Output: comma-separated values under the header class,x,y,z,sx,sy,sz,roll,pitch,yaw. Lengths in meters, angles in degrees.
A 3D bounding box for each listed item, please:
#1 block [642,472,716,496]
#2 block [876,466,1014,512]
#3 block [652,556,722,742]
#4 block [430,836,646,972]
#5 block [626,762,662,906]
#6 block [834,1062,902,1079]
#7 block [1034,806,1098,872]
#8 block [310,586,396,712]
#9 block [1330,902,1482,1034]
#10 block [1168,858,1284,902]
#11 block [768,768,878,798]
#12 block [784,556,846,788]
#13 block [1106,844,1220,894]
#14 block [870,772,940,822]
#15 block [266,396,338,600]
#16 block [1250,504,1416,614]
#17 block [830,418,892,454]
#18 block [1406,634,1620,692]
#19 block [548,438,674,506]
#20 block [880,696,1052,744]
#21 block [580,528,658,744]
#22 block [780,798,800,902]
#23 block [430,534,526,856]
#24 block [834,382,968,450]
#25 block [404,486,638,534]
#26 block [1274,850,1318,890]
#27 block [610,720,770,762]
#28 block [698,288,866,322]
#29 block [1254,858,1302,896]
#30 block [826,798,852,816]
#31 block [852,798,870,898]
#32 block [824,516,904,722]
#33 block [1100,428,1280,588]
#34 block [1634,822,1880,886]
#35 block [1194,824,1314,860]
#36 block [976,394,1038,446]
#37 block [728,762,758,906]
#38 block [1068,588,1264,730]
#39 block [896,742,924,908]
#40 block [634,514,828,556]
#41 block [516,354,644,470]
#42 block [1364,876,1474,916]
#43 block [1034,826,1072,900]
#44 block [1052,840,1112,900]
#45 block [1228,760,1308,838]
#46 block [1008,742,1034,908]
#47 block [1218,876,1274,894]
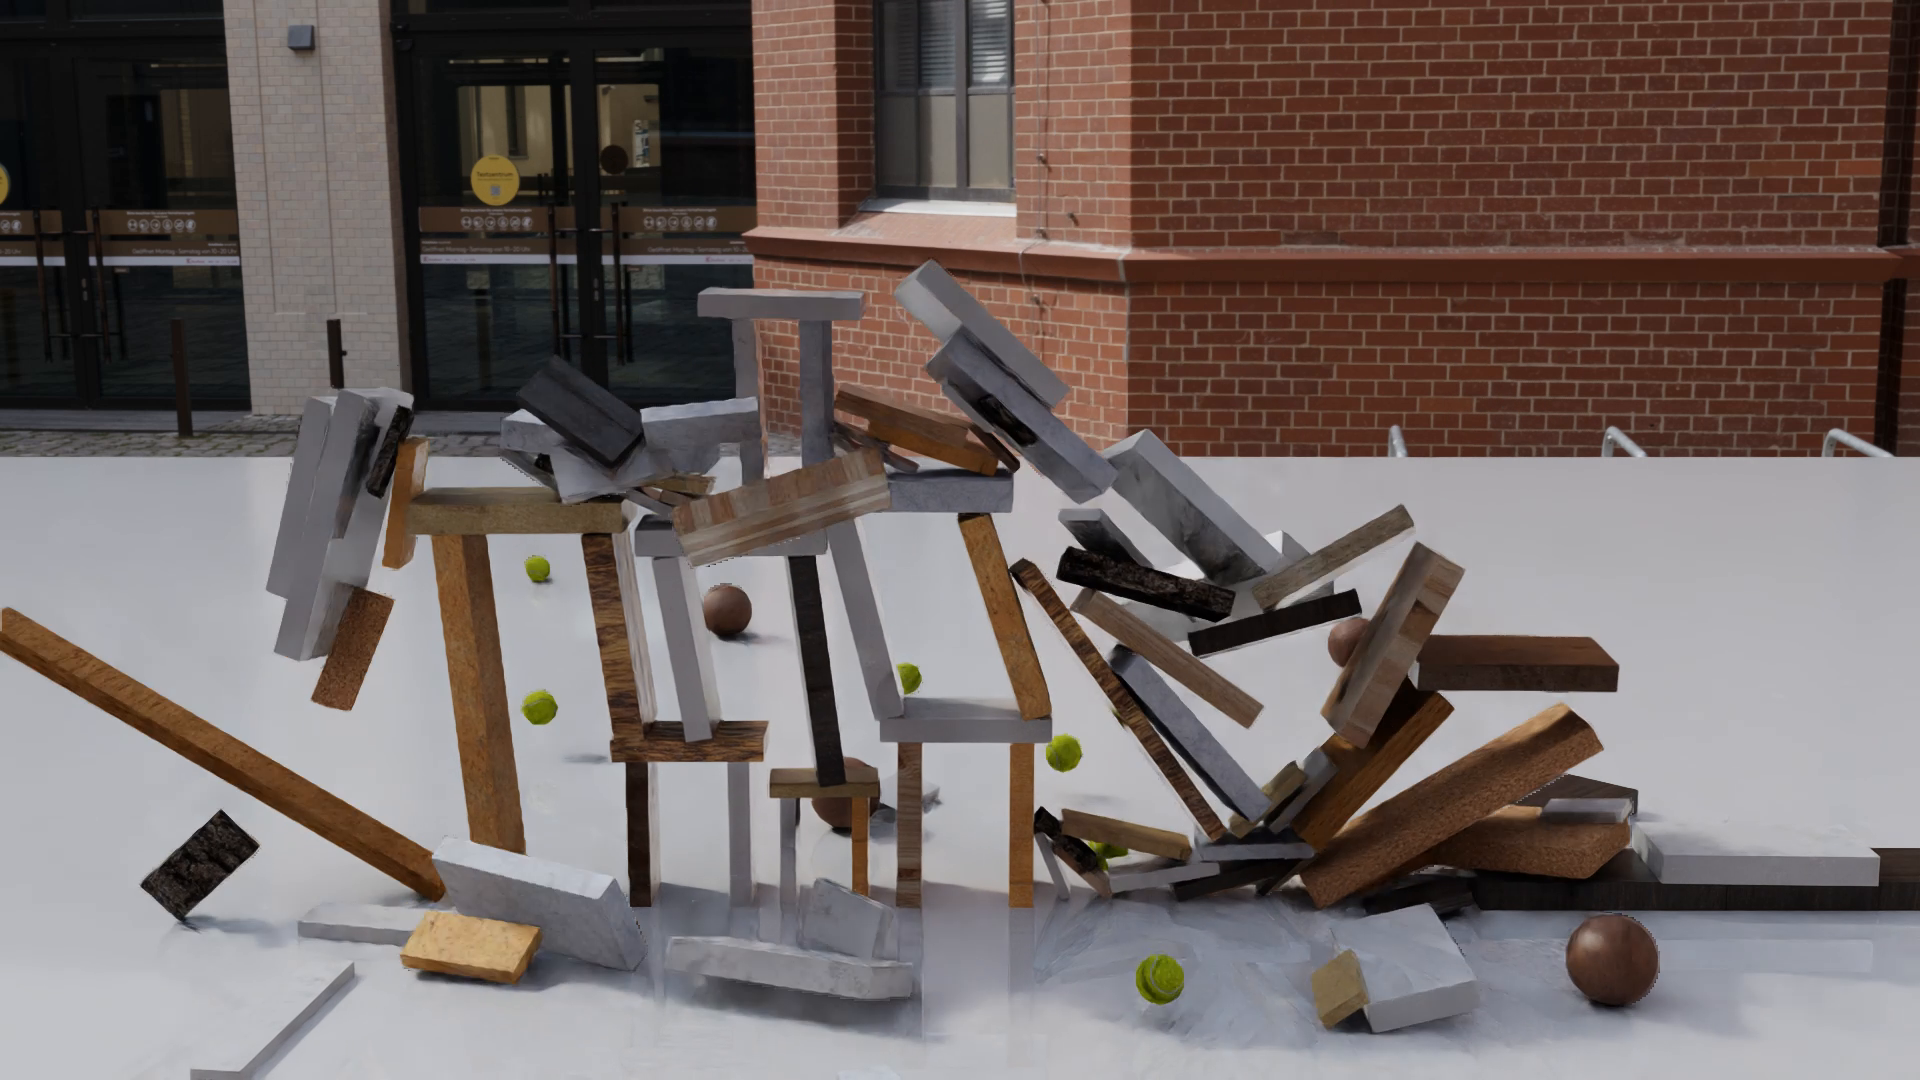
class,x,y,z,sx,sy,sz,roll,pitch,yaw
block,-0.469,-0.097,3.537,0.139,0.020,0.069,9,10,2
block,-0.085,-0.083,3.551,0.340,0.048,0.170,0,10,2
block,-0.444,0.163,3.591,0.043,0.302,0.151,-9,10,2
block,-0.646,0.557,3.366,0.324,0.162,0.046,8,42,28
block,-0.524,0.469,3.644,0.035,0.247,0.123,0,11,0
block,-0.102,0.727,2.875,0.073,0.021,0.146,-5,12,-25
block,0.175,0.495,3.639,0.123,0.017,0.062,41,9,-6
block,-1.005,0.182,3.643,0.028,0.200,0.100,19,-5,12
block,0.653,0.628,3.246,0.157,0.044,0.314,-14,10,2
block,0.438,0.550,3.653,0.182,0.026,0.091,-15,12,-2
block,-0.225,0.401,3.638,0.178,0.025,0.089,0,10,-2
block,-0.239,0.200,3.603,0.043,0.380,0.151,-8,11,-7
block,0.337,0.543,3.655,0.182,0.026,0.091,-10,12,3
block,-0.114,0.480,4.134,0.085,0.024,0.169,22,19,22
block,-1.033,-0.072,3.602,0.046,0.327,0.163,18,10,18
block,0.608,0.035,3.581,0.277,0.039,0.139,-30,-11,7
block,-0.159,-0.167,3.535,0.098,0.014,0.049,25,10,0
block,0.891,0.200,3.590,0.320,0.045,0.160,1,14,-1
block,-0.542,-0.120,3.416,0.176,0.088,0.025,-15,-22,-11
block,0.010,0.295,3.618,0.279,0.040,0.140,0,10,1
block,-0.554,0.143,3.591,0.048,0.341,0.171,-7,10,1
block,-0.281,0.502,3.654,0.025,0.178,0.089,1,10,1
block,-0.786,0.282,3.618,0.048,0.623,0.171,-5,10,1
block,-0.092,-0.200,3.529,0.215,0.030,0.108,18,11,-1
block,-0.704,-0.049,3.553,0.341,0.048,0.171,0,11,0
block,0.558,0.542,3.674,0.096,0.014,0.048,-43,9,22
block,-0.442,0.331,3.619,0.247,0.035,0.123,0,11,0
block,-0.280,-0.373,3.477,0.253,0.036,0.126,2,11,1
block,0.532,0.549,3.673,0.014,0.096,0.048,44,7,-10
block,-0.214,0.489,4.158,0.070,0.020,0.140,-2,11,-10
block,-0.165,0.501,3.656,0.025,0.178,0.089,0,10,0
block,-0.156,0.109,3.588,0.048,0.340,0.170,-14,10,1
block,0.363,-0.048,3.553,0.043,0.301,0.150,-52,11,-23
block,1.316,0.519,3.646,0.346,0.049,0.173,0,11,2
block,0.486,0.501,3.648,0.182,0.026,0.091,-1,13,-4
block,0.074,-0.190,3.504,0.103,0.015,0.052,43,-13,-14
block,-0.360,0.469,3.645,0.035,0.247,0.123,0,11,-1
block,0.334,0.191,3.591,0.329,0.047,0.164,35,-2,-4
block,-0.082,0.452,3.645,0.040,0.279,0.139,1,10,0
block,-0.366,-0.009,3.561,0.302,0.043,0.151,0,10,-2
block,-0.584,-0.198,3.408,0.188,0.027,0.094,35,61,8
block,0.743,0.586,3.566,0.155,0.022,0.077,-12,14,-14
block,0.153,0.531,3.654,0.017,0.123,0.062,-22,9,5
block,0.206,0.543,3.659,0.123,0.017,0.062,42,10,-5
block,0.506,0.426,3.620,0.149,0.021,0.075,-43,4,6
block,0.102,0.452,3.646,0.040,0.279,0.140,0,10,1
block,0.472,0.561,3.664,0.096,0.014,0.048,-16,12,1
